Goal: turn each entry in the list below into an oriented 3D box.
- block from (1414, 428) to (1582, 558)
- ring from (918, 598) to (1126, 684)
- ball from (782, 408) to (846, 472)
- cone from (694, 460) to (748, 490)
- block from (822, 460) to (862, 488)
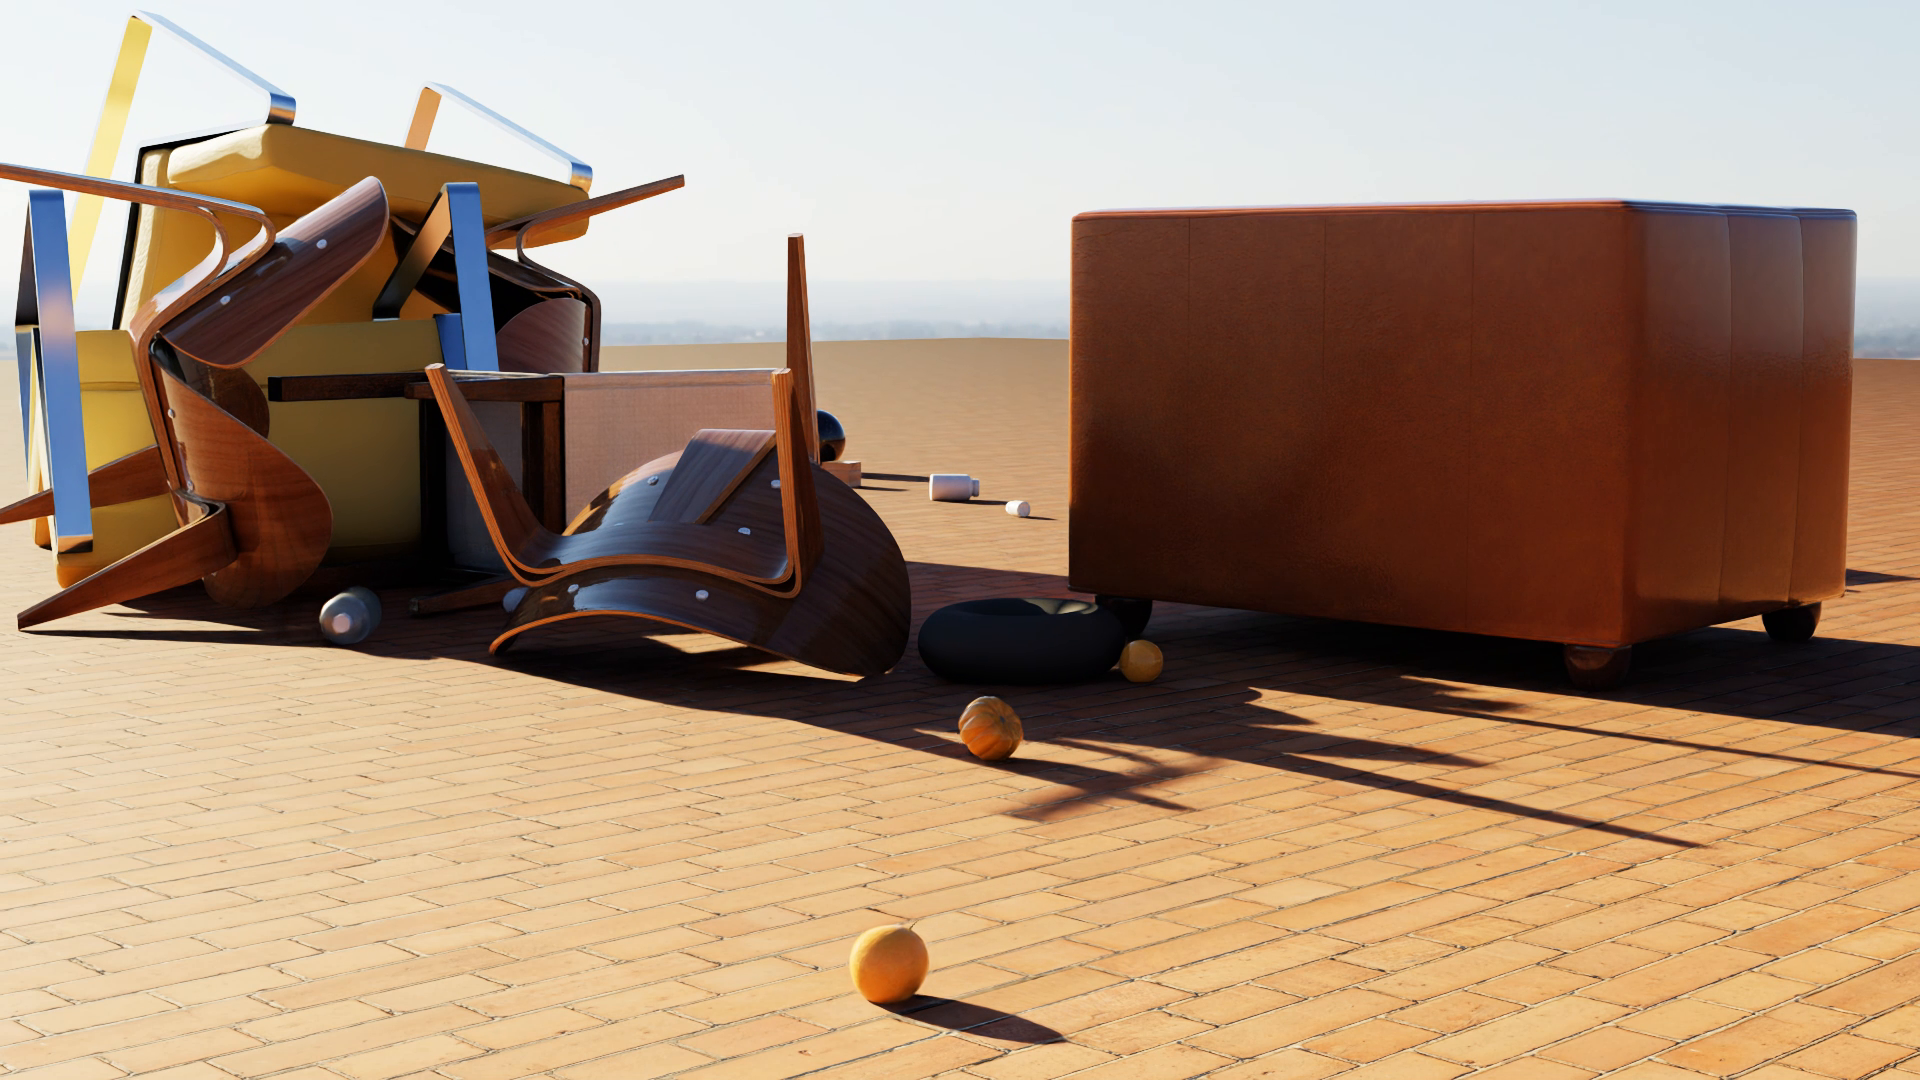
[{"bbox_3d":[1.295,-0.119,6.188,0.283,0.283,0.270,-3,7,-29],"label":"block"},{"bbox_3d":[0.102,0.167,4.251,0.347,0.114,0.301,-2,7,-13],"label":"ring"},{"bbox_3d":[-0.491,-0.336,8.637,0.212,0.212,0.212,0,6,0],"label":"ball"},{"bbox_3d":[-0.707,-0.188,8.016,0.174,0.092,0.191,-3,-10,26],"label":"cone"},{"bbox_3d":[-0.371,-0.207,8.052,0.097,0.076,0.074,3,7,29],"label":"block"}]
